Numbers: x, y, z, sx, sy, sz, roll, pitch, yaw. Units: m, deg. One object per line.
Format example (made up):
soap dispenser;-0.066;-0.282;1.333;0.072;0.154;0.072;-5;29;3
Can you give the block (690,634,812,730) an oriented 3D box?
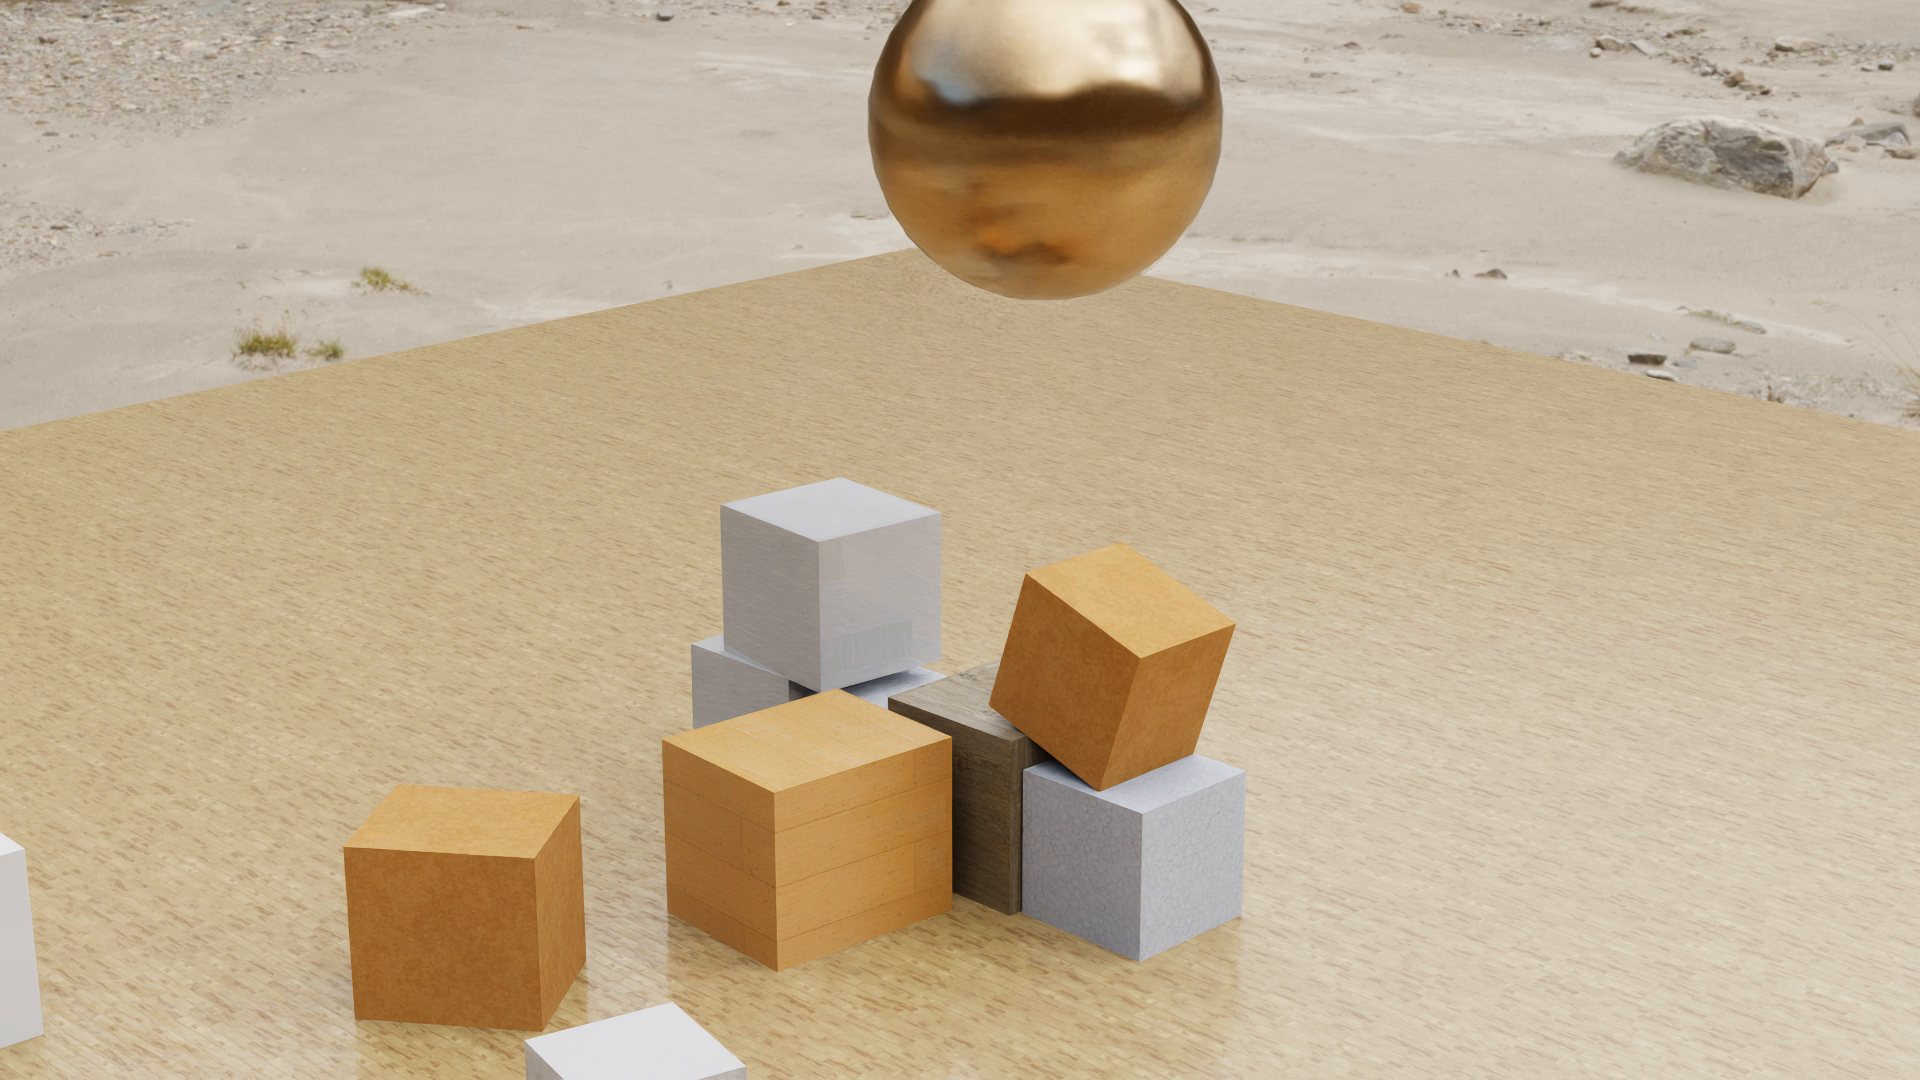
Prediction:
block;-0.773;0.848;14.408;0.806;0.743;0.712;-17;24;-42

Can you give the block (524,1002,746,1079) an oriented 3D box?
block;-1.167;2.123;10.597;0.594;0.595;0.594;-10;20;-30

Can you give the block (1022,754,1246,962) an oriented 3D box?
block;0.765;1.337;12.944;0.682;0.687;0.700;-17;24;-42

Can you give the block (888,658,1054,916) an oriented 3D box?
block;0.215;1.112;13.422;0.757;0.831;0.779;-17;24;-42

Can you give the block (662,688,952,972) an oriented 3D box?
block;-0.670;1.260;12.959;0.978;0.825;0.811;-14;23;-38

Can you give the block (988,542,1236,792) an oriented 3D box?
block;0.660;0.546;12.827;0.624;0.705;0.700;-17;43;-43

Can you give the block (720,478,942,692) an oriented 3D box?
block;-0.615;0.202;13.994;0.724;0.738;0.779;-14;22;-37

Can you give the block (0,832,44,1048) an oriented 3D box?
block;-4.322;1.606;11.869;0.807;0.818;0.869;-15;23;-40

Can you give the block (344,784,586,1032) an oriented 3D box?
block;-2.048;1.523;12.217;0.797;0.768;0.671;3;18;8

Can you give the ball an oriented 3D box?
ball;0.382;-1.874;13.153;1.600;1.600;1.600;0;17;0

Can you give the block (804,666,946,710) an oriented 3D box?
block;-0.272;1.038;13.961;0.664;0.649;0.653;17;24;42
